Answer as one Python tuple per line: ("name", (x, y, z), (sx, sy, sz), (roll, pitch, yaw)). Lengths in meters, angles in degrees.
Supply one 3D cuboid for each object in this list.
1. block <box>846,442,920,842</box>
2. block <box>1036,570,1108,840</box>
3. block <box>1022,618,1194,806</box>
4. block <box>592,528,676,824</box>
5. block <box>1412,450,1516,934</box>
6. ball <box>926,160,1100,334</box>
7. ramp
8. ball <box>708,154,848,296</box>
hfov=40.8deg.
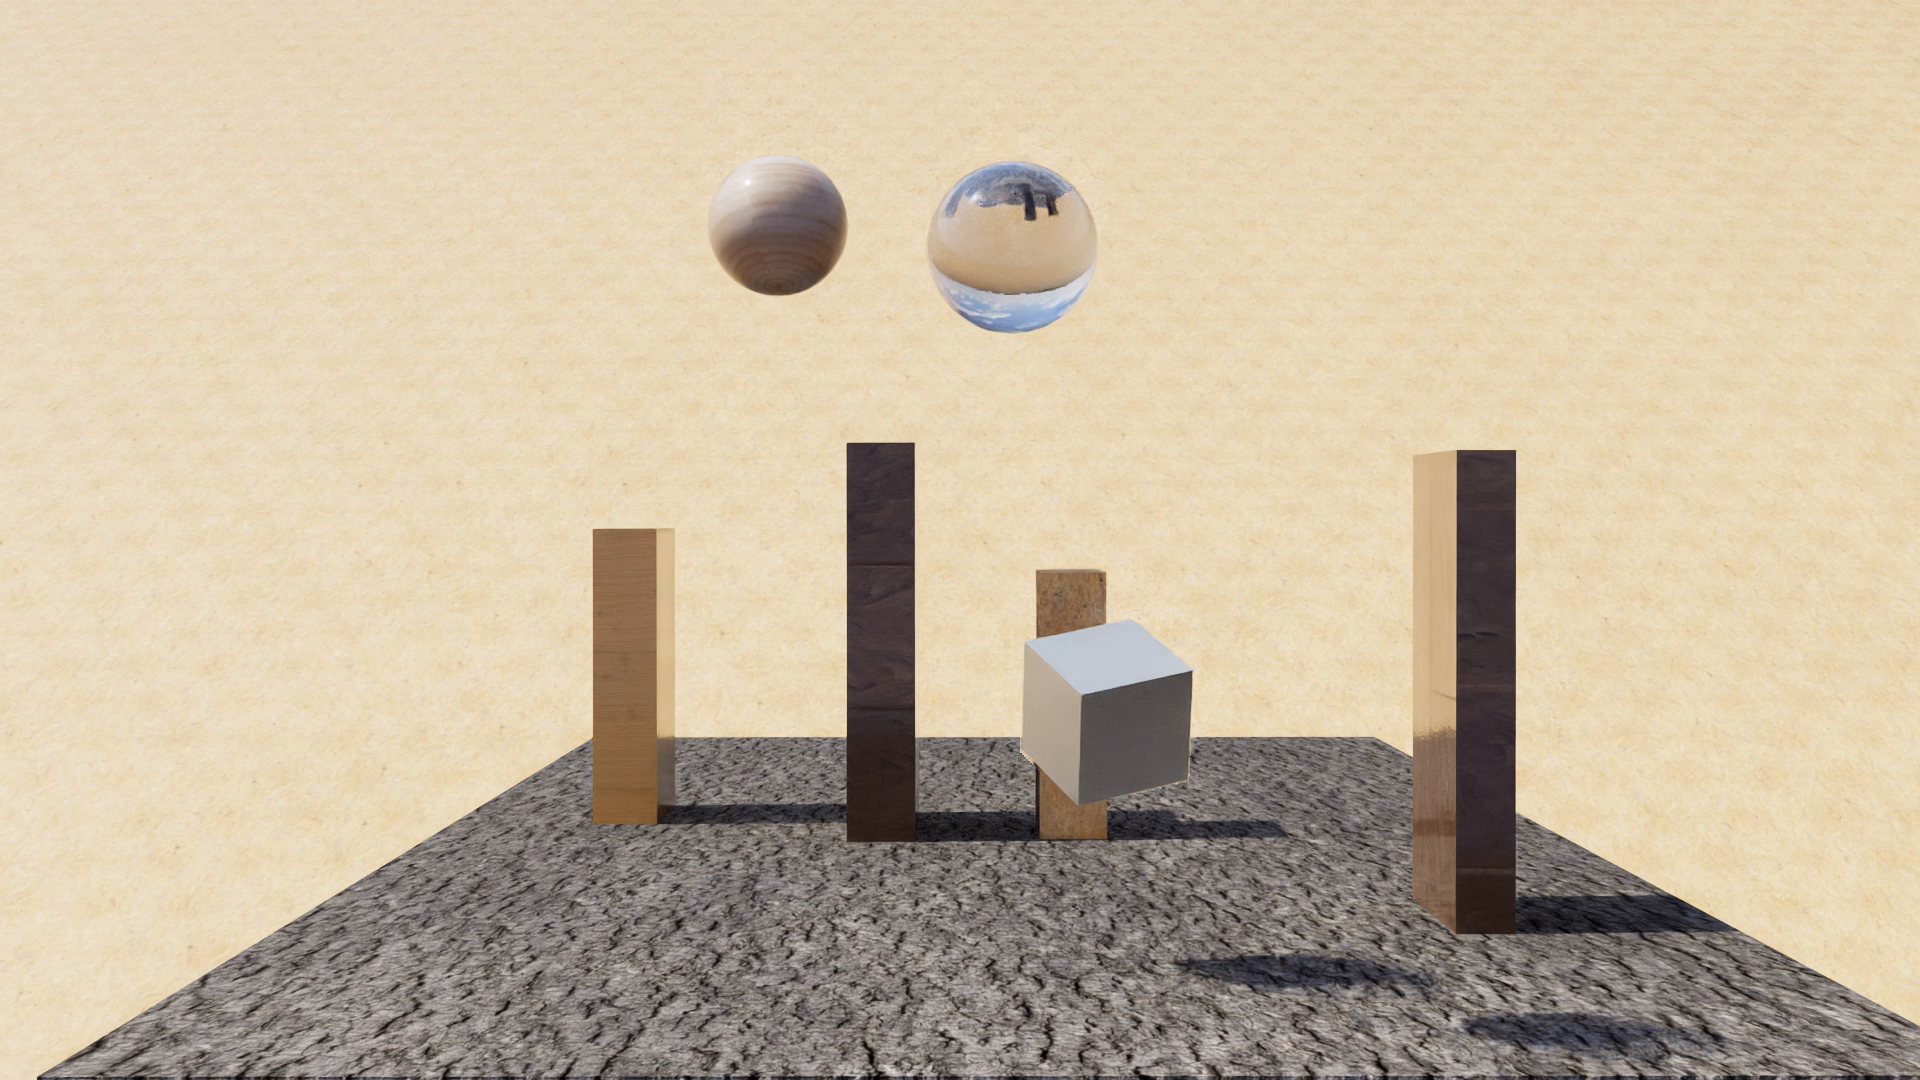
("block", (-0.138, 0.176, 4.709), (0.119, 0.694, 0.445), (0, 1, 0))
("block", (0.198, 0.289, 4.650), (0.118, 0.468, 0.248), (0, 1, 0))
("block", (0.181, 0.212, 3.209), (0.153, 0.153, 0.153), (-11, 27, -23))
("block", (-0.616, 0.249, 4.900), (0.118, 0.543, 0.308), (0, 1, 0))
("block", (0.711, 0.204, 3.662), (0.081, 0.656, 0.332), (0, 1, 0))
("ball", (0.057, -0.317, 2.802), (0.187, 0.187, 0.187), (0, 28, 0))
("ramp", (0.064, 0.573, 4.616), (2.000, 0.100, 4.000), (0, 1, 0))
("ball", (-0.148, -0.256, 2.104), (0.114, 0.114, 0.114), (0, 28, 0))
